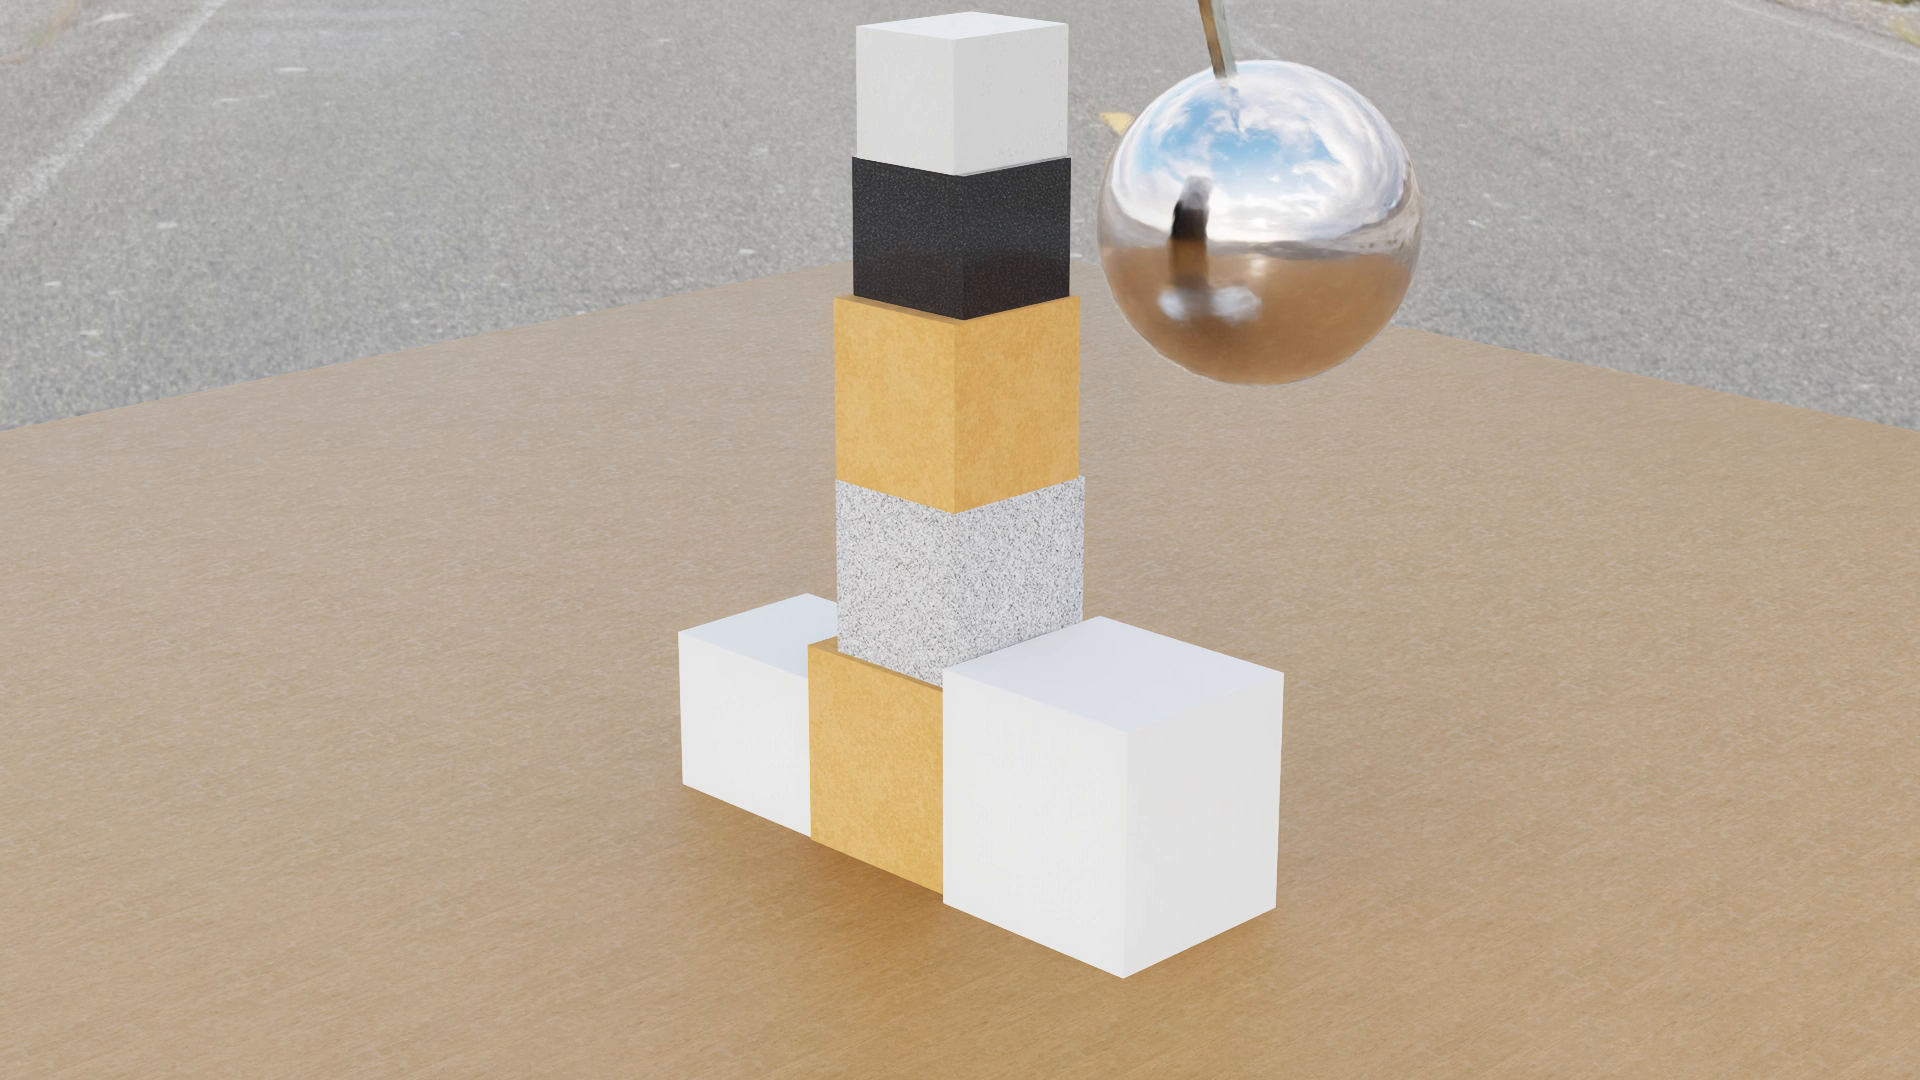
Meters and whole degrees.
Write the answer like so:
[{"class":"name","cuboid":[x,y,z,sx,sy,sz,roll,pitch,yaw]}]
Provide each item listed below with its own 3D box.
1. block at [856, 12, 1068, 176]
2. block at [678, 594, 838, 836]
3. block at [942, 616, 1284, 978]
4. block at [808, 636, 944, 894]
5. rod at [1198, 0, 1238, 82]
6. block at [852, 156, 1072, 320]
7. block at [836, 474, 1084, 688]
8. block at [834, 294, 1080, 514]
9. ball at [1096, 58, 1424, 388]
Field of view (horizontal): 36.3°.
[{"class":"block","cuboid":[0.011,-1.951,12.740,0.704,0.571,0.595,-17,24,-42]},{"class":"block","cuboid":[-0.737,0.838,14.352,0.844,0.795,0.950,-17,24,-42]},{"class":"block","cuboid":[0.669,1.104,12.971,1.017,1.115,1.085,-17,24,-42]},{"class":"block","cuboid":[-0.053,0.954,13.687,0.900,0.972,0.944,-17,24,-42]},{"class":"rod","cuboid":[0.636,-4.346,12.642,0.080,5.200,0.080,17,44,42]},{"class":"block","cuboid":[0.006,-1.380,12.914,0.665,0.622,0.691,-17,24,-42]},{"class":"block","cuboid":[0.001,0.111,13.378,0.830,0.822,0.761,-17,24,-42]},{"class":"block","cuboid":[-0.012,-0.678,13.116,0.791,0.839,0.755,-17,24,-42]},{"class":"ball","cuboid":[1.467,-1.552,14.391,1.600,1.600,1.600,0,17,0]}]
